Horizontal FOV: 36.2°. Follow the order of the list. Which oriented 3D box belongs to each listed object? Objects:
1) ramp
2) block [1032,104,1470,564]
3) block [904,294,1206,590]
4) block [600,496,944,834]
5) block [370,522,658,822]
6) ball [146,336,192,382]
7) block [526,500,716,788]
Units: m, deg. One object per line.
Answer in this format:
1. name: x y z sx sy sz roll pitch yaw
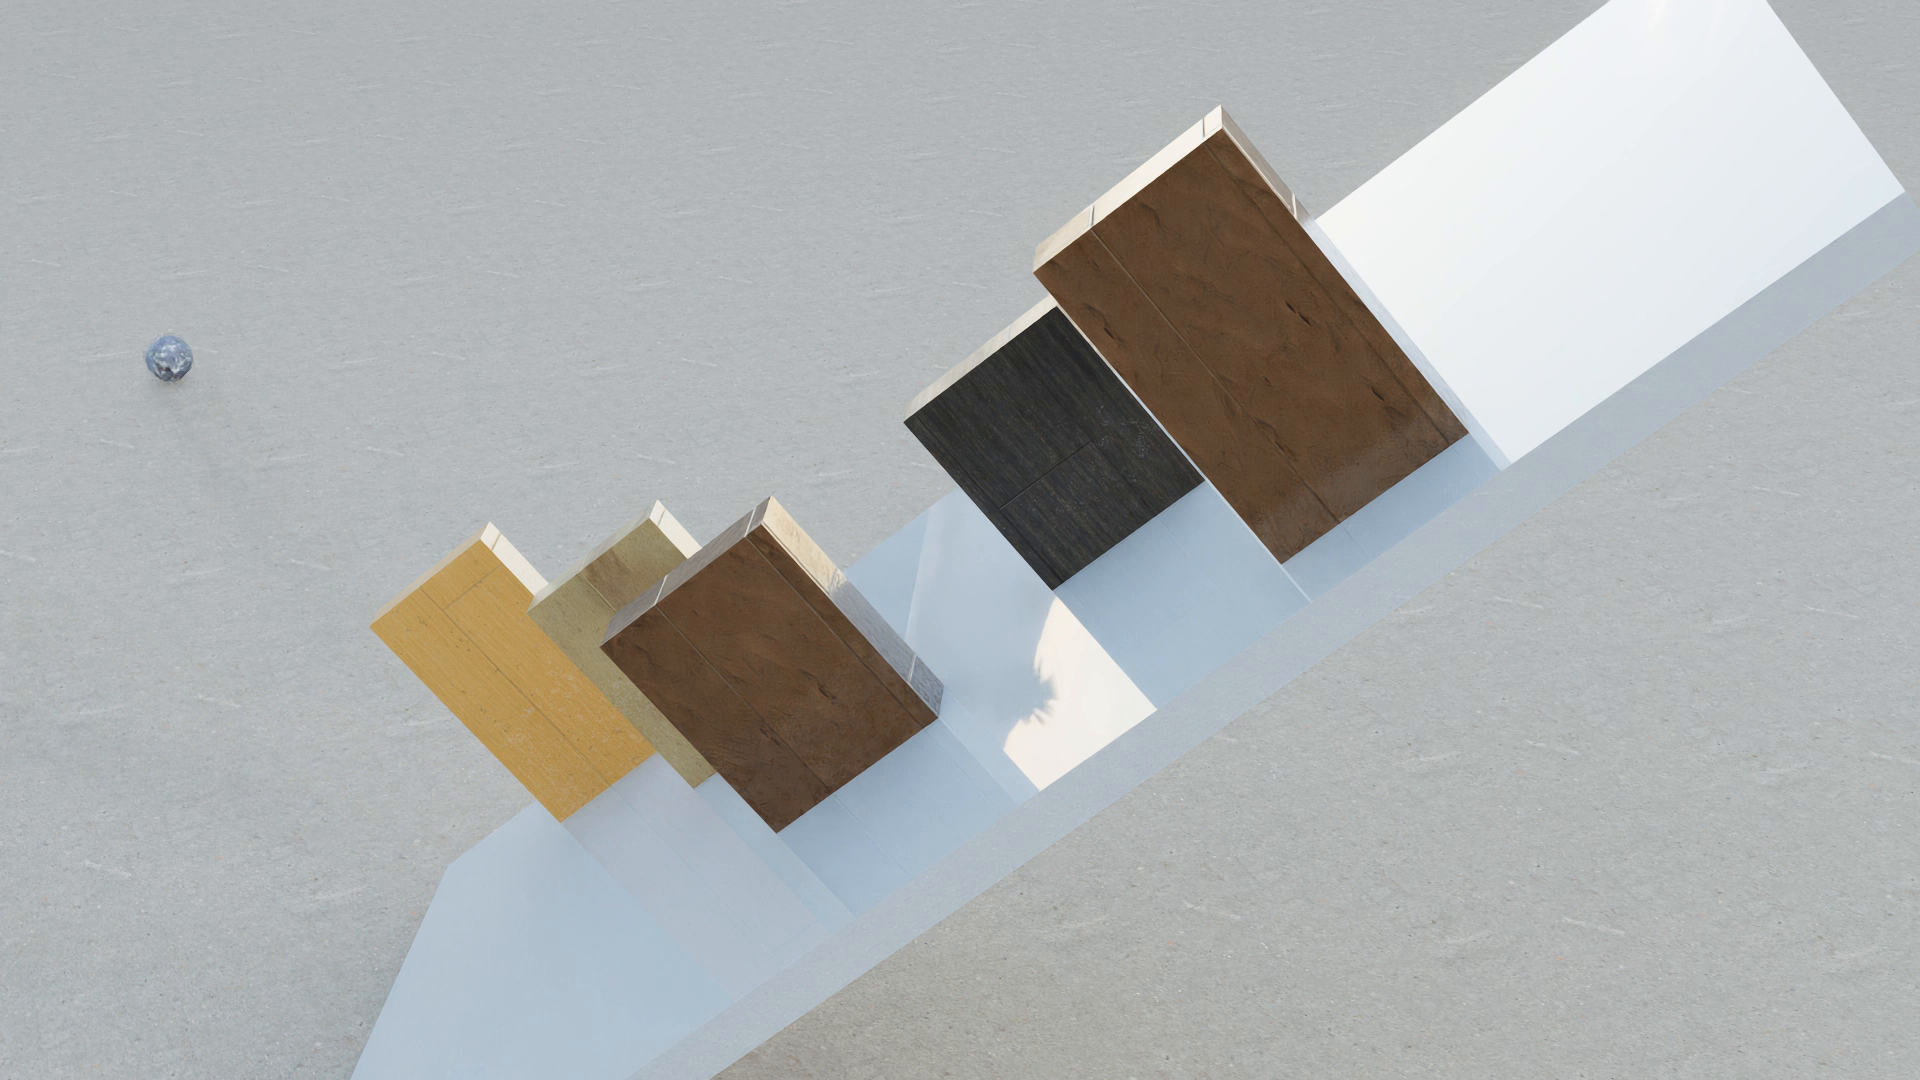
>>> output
1. ramp: 0.118 0.187 6.346 4.000 0.100 2.000 -36 16 18
2. block: 0.527 -0.364 5.317 0.423 0.722 0.148 -36 16 18
3. block: 0.198 -0.205 6.114 0.409 0.487 0.110 -36 16 18
4. block: -0.388 0.264 6.129 0.449 0.554 0.149 -36 16 18
5. block: -1.082 0.335 7.326 0.385 0.697 0.105 -36 16 18
6. ball: -3.056 -0.702 11.369 0.176 0.176 0.176 0 24 0
7. block: -0.655 0.245 6.777 0.386 0.575 0.103 -36 16 18
